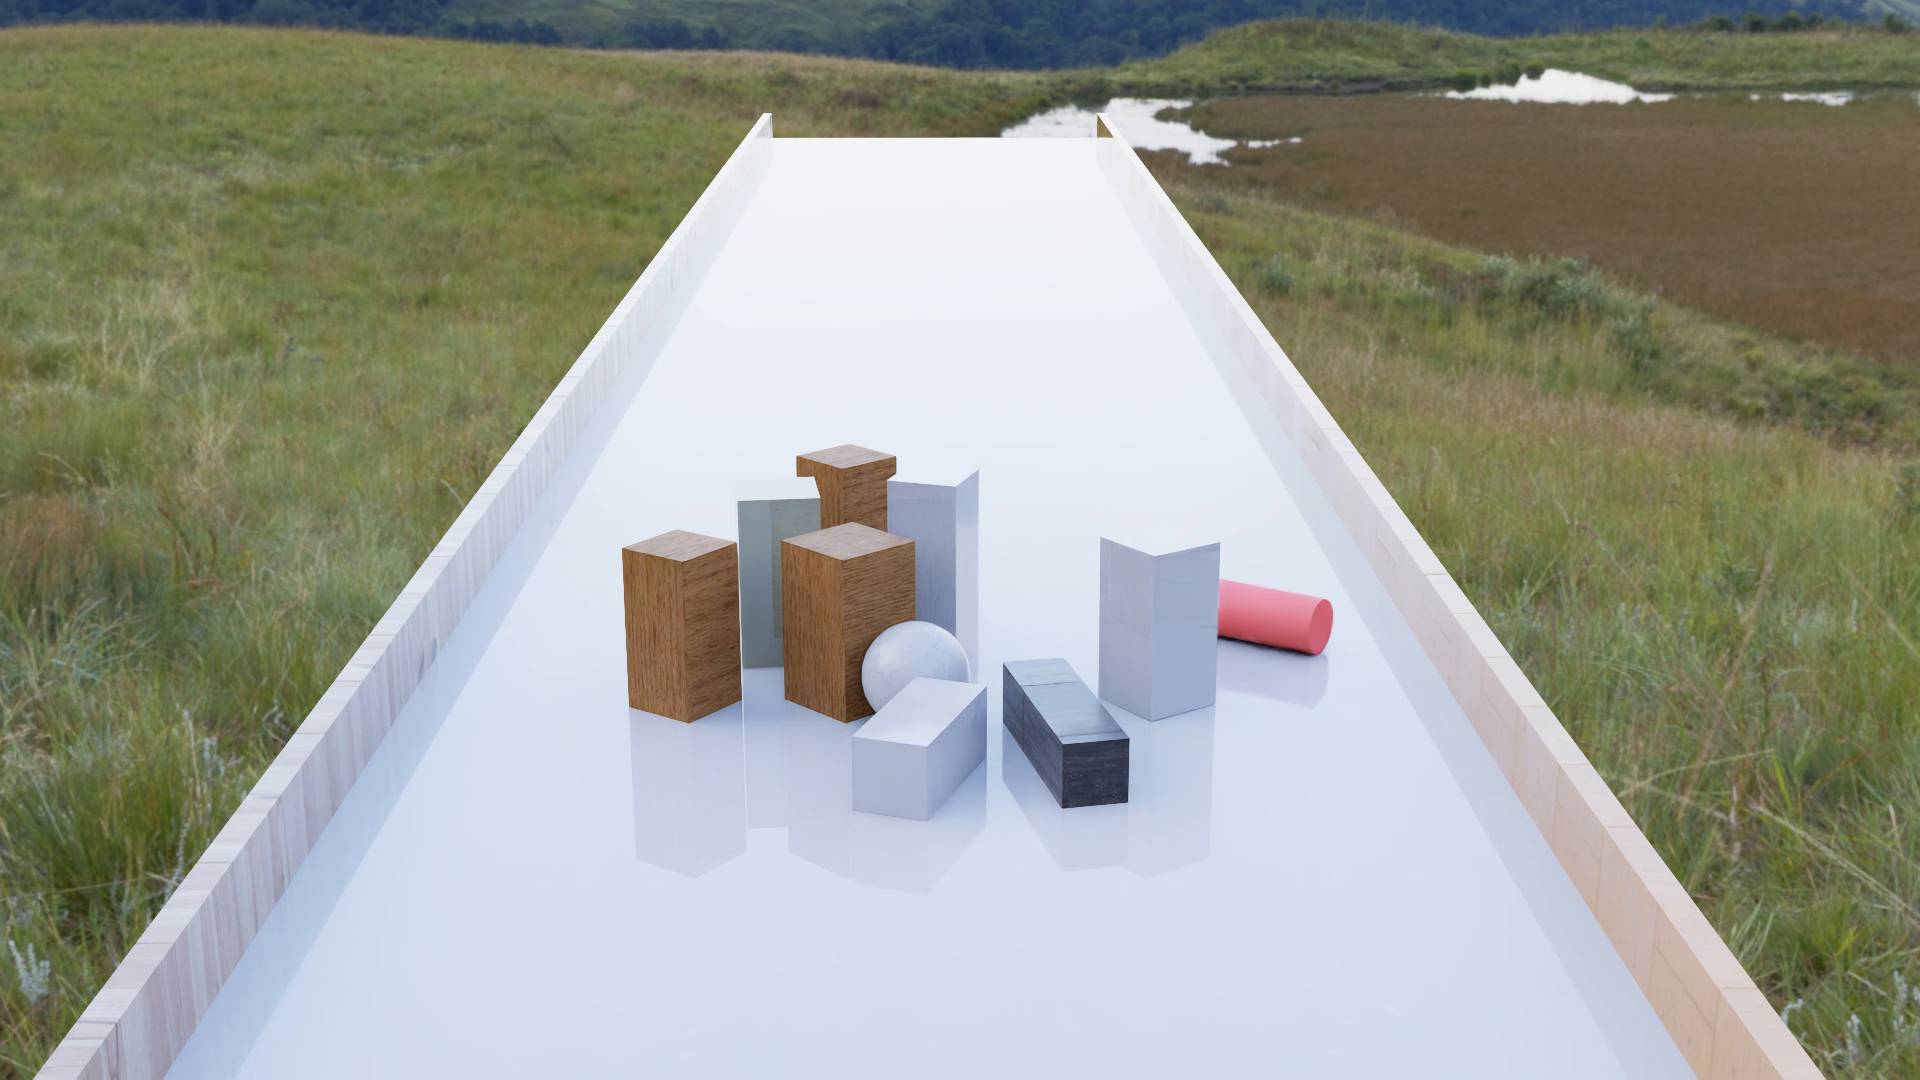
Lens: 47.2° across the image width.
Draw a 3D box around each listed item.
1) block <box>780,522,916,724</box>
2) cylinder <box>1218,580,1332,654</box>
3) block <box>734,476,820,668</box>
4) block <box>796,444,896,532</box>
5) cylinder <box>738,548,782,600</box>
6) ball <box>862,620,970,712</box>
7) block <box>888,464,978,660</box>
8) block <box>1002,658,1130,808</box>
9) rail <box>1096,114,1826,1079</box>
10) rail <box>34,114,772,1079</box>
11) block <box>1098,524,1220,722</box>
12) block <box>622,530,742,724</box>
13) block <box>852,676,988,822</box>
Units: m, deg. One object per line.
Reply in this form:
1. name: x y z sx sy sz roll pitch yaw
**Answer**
1. block: -0.210 0.153 4.156 0.178 0.317 0.178 -15 22 -42
2. cylinder: 0.598 0.151 4.518 0.313 0.115 0.115 11 20 32
3. block: -0.364 0.064 4.405 0.161 0.346 0.161 -2 17 -8
4. block: -0.236 -0.005 4.621 0.148 0.354 0.148 -15 22 -42
5. cylinder: -0.349 0.065 4.823 0.321 0.105 0.105 -6 17 -18
6. ball: -0.081 0.248 4.040 0.200 0.200 0.200 0 17 0
7. block: -0.052 0.055 4.370 0.141 0.383 0.141 6 17 18
8. block: 0.182 0.335 3.894 0.117 0.117 0.415 -4 17 -12
9. rail: 0.932 -0.844 7.801 0.050 0.150 12.000 0 17 -1
10. rail: -1.118 -0.838 7.780 0.050 0.150 12.000 0 17 -1
11. block: 0.374 0.152 4.150 0.158 0.320 0.158 -11 20 -33
12. block: -0.522 0.160 4.137 0.151 0.315 0.151 11 20 33
13. block: -0.066 0.356 3.793 0.134 0.134 0.306 6 18 19
